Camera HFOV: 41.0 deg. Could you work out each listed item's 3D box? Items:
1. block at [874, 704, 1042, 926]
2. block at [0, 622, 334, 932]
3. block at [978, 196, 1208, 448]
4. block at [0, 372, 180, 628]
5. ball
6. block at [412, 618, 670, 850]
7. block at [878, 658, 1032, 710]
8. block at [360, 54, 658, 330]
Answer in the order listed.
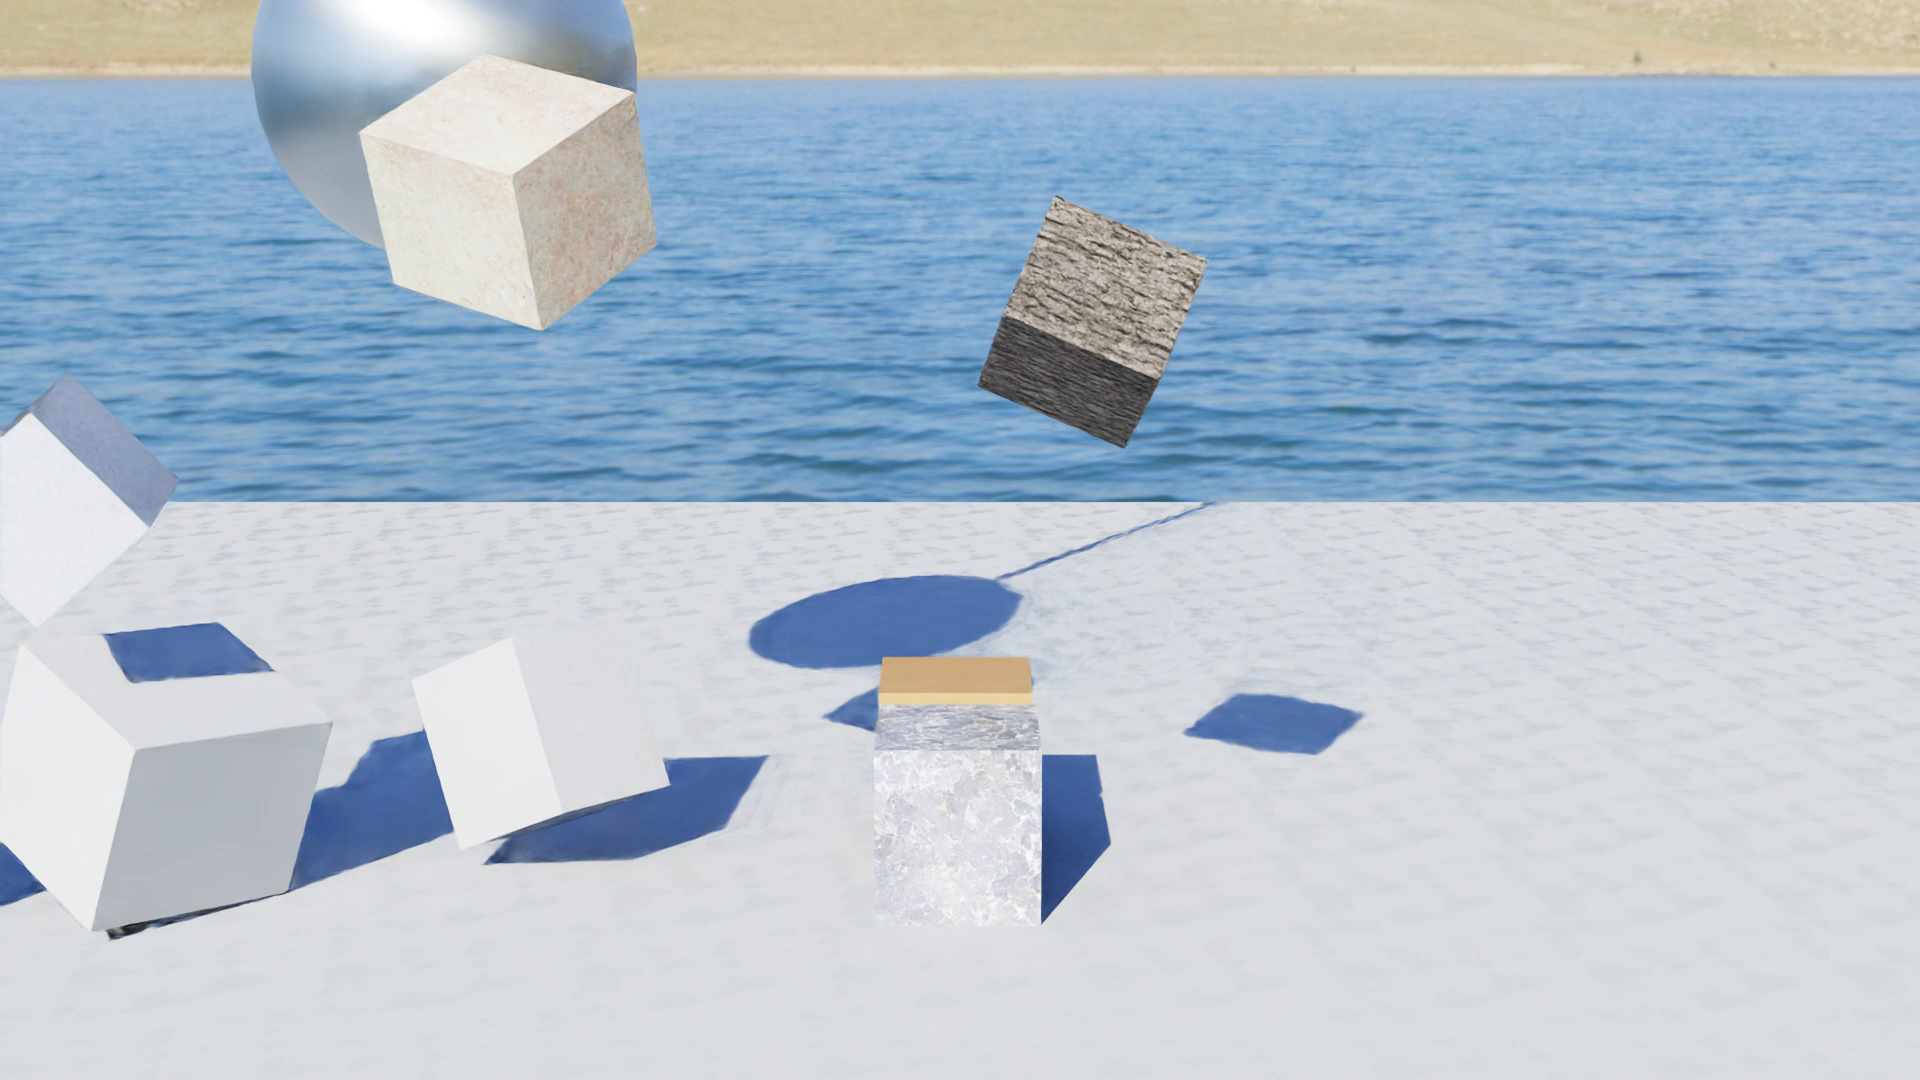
[{"bbox_3d":[-0.009,1.169,11.028,0.692,0.754,0.783,0,10,0],"label":"block"},{"bbox_3d":[-3.396,0.975,10.855,0.883,0.862,0.956,33,23,33],"label":"block"},{"bbox_3d":[0.493,-0.815,9.706,0.619,0.540,0.641,23,-22,0],"label":"block"},{"bbox_3d":[-3.592,-0.169,10.158,0.606,0.619,0.665,-40,18,6],"label":"block"},{"bbox_3d":[-2.164,-1.979,10.821,1.600,1.600,1.600,0,10,0],"label":"ball"},{"bbox_3d":[-1.865,0.858,11.417,0.691,0.786,0.667,-22,-7,37],"label":"block"},{"bbox_3d":[-0.019,1.009,11.766,0.683,0.805,0.708,0,10,0],"label":"block"},{"bbox_3d":[-1.642,-1.286,9.410,0.719,0.635,0.679,19,43,28],"label":"block"}]
